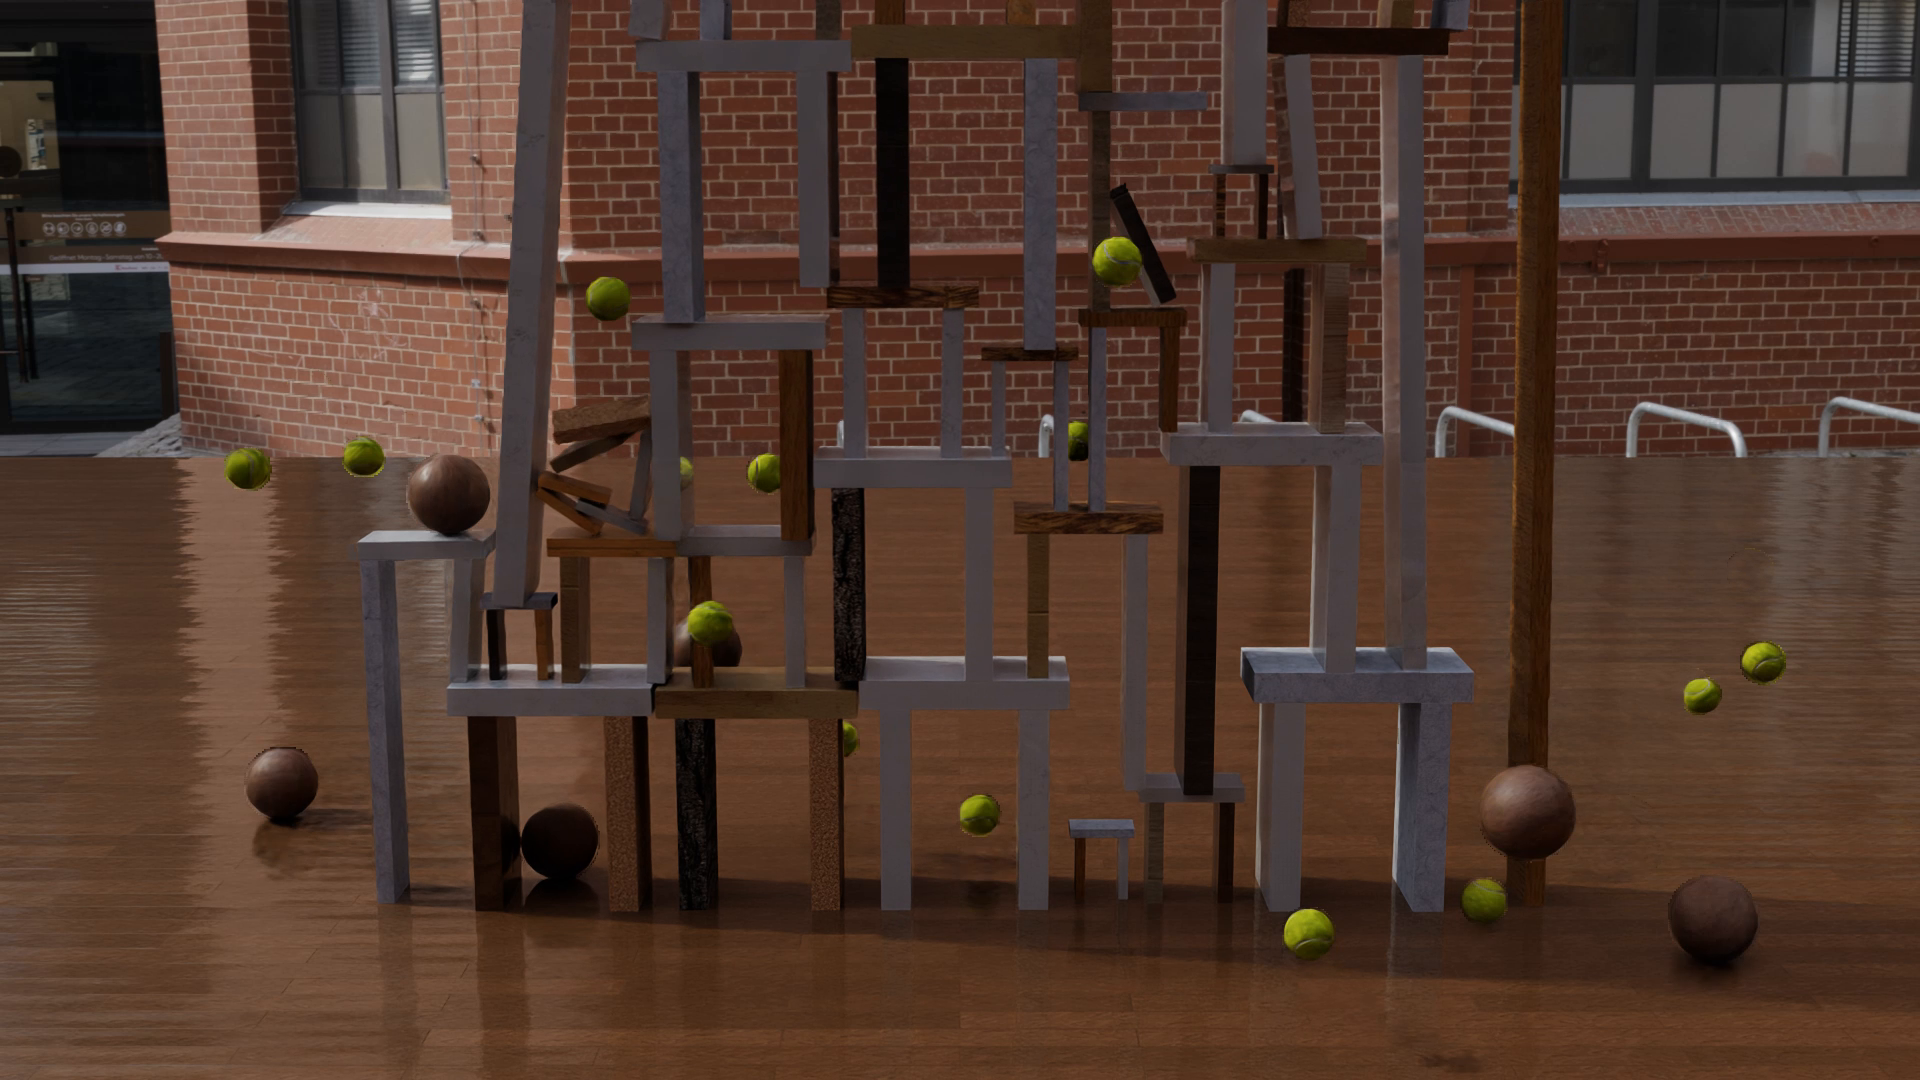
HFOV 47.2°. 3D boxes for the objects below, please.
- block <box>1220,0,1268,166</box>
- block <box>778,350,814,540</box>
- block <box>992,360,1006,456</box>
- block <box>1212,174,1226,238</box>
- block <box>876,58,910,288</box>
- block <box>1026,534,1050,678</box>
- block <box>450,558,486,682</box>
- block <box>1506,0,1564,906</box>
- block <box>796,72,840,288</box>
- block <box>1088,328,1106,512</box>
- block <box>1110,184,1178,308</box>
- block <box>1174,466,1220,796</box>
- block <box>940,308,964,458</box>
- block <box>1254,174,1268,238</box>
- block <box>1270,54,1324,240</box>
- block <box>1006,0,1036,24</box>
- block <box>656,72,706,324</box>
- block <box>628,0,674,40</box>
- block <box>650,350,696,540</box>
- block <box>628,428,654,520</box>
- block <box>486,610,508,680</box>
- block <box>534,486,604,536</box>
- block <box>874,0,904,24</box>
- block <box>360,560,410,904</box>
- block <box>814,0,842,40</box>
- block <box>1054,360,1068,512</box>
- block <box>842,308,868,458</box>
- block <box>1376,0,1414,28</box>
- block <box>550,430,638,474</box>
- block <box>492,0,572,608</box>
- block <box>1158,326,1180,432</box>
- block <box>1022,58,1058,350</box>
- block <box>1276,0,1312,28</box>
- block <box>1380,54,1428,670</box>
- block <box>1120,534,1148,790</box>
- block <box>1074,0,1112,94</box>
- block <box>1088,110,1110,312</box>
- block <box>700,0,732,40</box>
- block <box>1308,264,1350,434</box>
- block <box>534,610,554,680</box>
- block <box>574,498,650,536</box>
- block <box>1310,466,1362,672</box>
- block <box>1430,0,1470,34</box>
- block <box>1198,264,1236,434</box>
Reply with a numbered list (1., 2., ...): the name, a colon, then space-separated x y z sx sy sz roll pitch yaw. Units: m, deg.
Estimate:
1. block: 0.440 -0.814 3.405 0.049 0.457 0.174 -1 10 0
2. block: -0.260 -0.161 3.515 0.043 0.301 0.150 0 11 0
3. block: 0.061 -0.215 3.516 0.022 0.152 0.076 0 11 0
4. block: 0.408 -0.527 3.462 0.014 0.099 0.050 0 10 0
5. block: -0.104 -0.576 3.450 0.049 0.347 0.173 0 11 -1
6. block: 0.126 0.096 3.575 0.033 0.236 0.118 0 11 0
7. block: -0.803 0.121 3.585 0.029 0.203 0.101 5 11 0
8. block: 0.918 -0.213 3.516 0.033 1.634 0.115 -2 11 -1
9. block: -0.221 -0.566 3.448 0.046 0.327 0.163 0 11 3
10. block: 0.220 -0.198 3.522 0.023 0.293 0.083 0 10 0
11. block: 0.286 -0.466 3.497 0.028 0.195 0.098 -25 3 -1
12. block: 0.384 0.133 3.580 0.047 0.537 0.167 0 11 0
13. block: -0.013 -0.257 3.511 0.034 0.237 0.118 1 11 -1
14. block: 0.474 -0.527 3.462 0.014 0.099 0.050 0 10 0
15. block: 0.527 -0.615 3.441 0.039 0.278 0.139 -6 11 1
16. block: 0.094 -0.943 3.373 0.043 0.304 0.152 0 11 0
17. block: -0.436 -0.538 3.448 0.046 0.381 0.163 0 11 0
18. block: -0.457 -0.941 3.372 0.049 0.344 0.172 8 10 -5
19. block: -0.460 -0.161 3.521 0.043 0.301 0.150 0 11 1
20. block: -0.507 -0.117 3.553 0.022 0.156 0.078 11 17 -1
21. block: -0.756 0.165 3.589 0.017 0.117 0.059 -1 11 0
22. block: -0.629 -0.050 3.551 0.116 0.016 0.058 35 7 -8
23. block: -0.108 -0.943 3.374 0.043 0.304 0.152 0 11 -1
24. block: -0.946 0.306 3.621 0.029 0.577 0.101 0 11 0
25. block: -0.199 -0.903 3.388 0.037 0.264 0.132 2 11 -2
26. block: 0.162 -0.171 3.524 0.022 0.240 0.076 0 11 0
27. block: -0.167 -0.256 3.508 0.034 0.237 0.118 0 11 0
28. block: 0.681 -0.909 3.396 0.034 0.237 0.118 3 10 -1
29. block: -0.586 -0.156 3.551 0.156 0.022 0.078 -20 18 38
30. block: -0.667 -0.510 3.464 0.049 1.222 0.172 5 10 -3
31. block: 0.333 -0.260 3.509 0.023 0.166 0.083 0 11 0
32. block: 0.125 -0.529 3.460 0.049 0.443 0.173 0 11 1
33. block: 0.523 -0.911 3.395 0.034 0.237 0.118 3 10 -1
34. block: 0.707 -0.277 3.504 0.039 0.963 0.139 -3 11 0
35. block: 0.284 0.188 3.591 0.033 0.424 0.118 0 10 0
36. block: 0.206 -0.868 3.400 0.049 0.347 0.174 -1 10 0
37. block: 0.219 -0.518 3.468 0.028 0.310 0.098 -1 10 -1
38. block: -0.376 -0.902 3.388 0.037 0.264 0.132 1 11 -1
39. block: 0.587 -0.310 3.504 0.038 0.266 0.133 0 11 0
40. block: -0.678 0.165 3.589 0.017 0.117 0.059 -1 11 0
41. block: -0.562 -0.041 3.553 0.116 0.016 0.058 23 9 -5
42. block: 0.607 0.032 3.562 0.047 0.334 0.167 0 10 0
43. block: 0.765 -0.902 3.388 0.033 0.230 0.115 4 11 -1
44. block: 0.409 -0.310 3.504 0.038 0.266 0.133 0 11 0
